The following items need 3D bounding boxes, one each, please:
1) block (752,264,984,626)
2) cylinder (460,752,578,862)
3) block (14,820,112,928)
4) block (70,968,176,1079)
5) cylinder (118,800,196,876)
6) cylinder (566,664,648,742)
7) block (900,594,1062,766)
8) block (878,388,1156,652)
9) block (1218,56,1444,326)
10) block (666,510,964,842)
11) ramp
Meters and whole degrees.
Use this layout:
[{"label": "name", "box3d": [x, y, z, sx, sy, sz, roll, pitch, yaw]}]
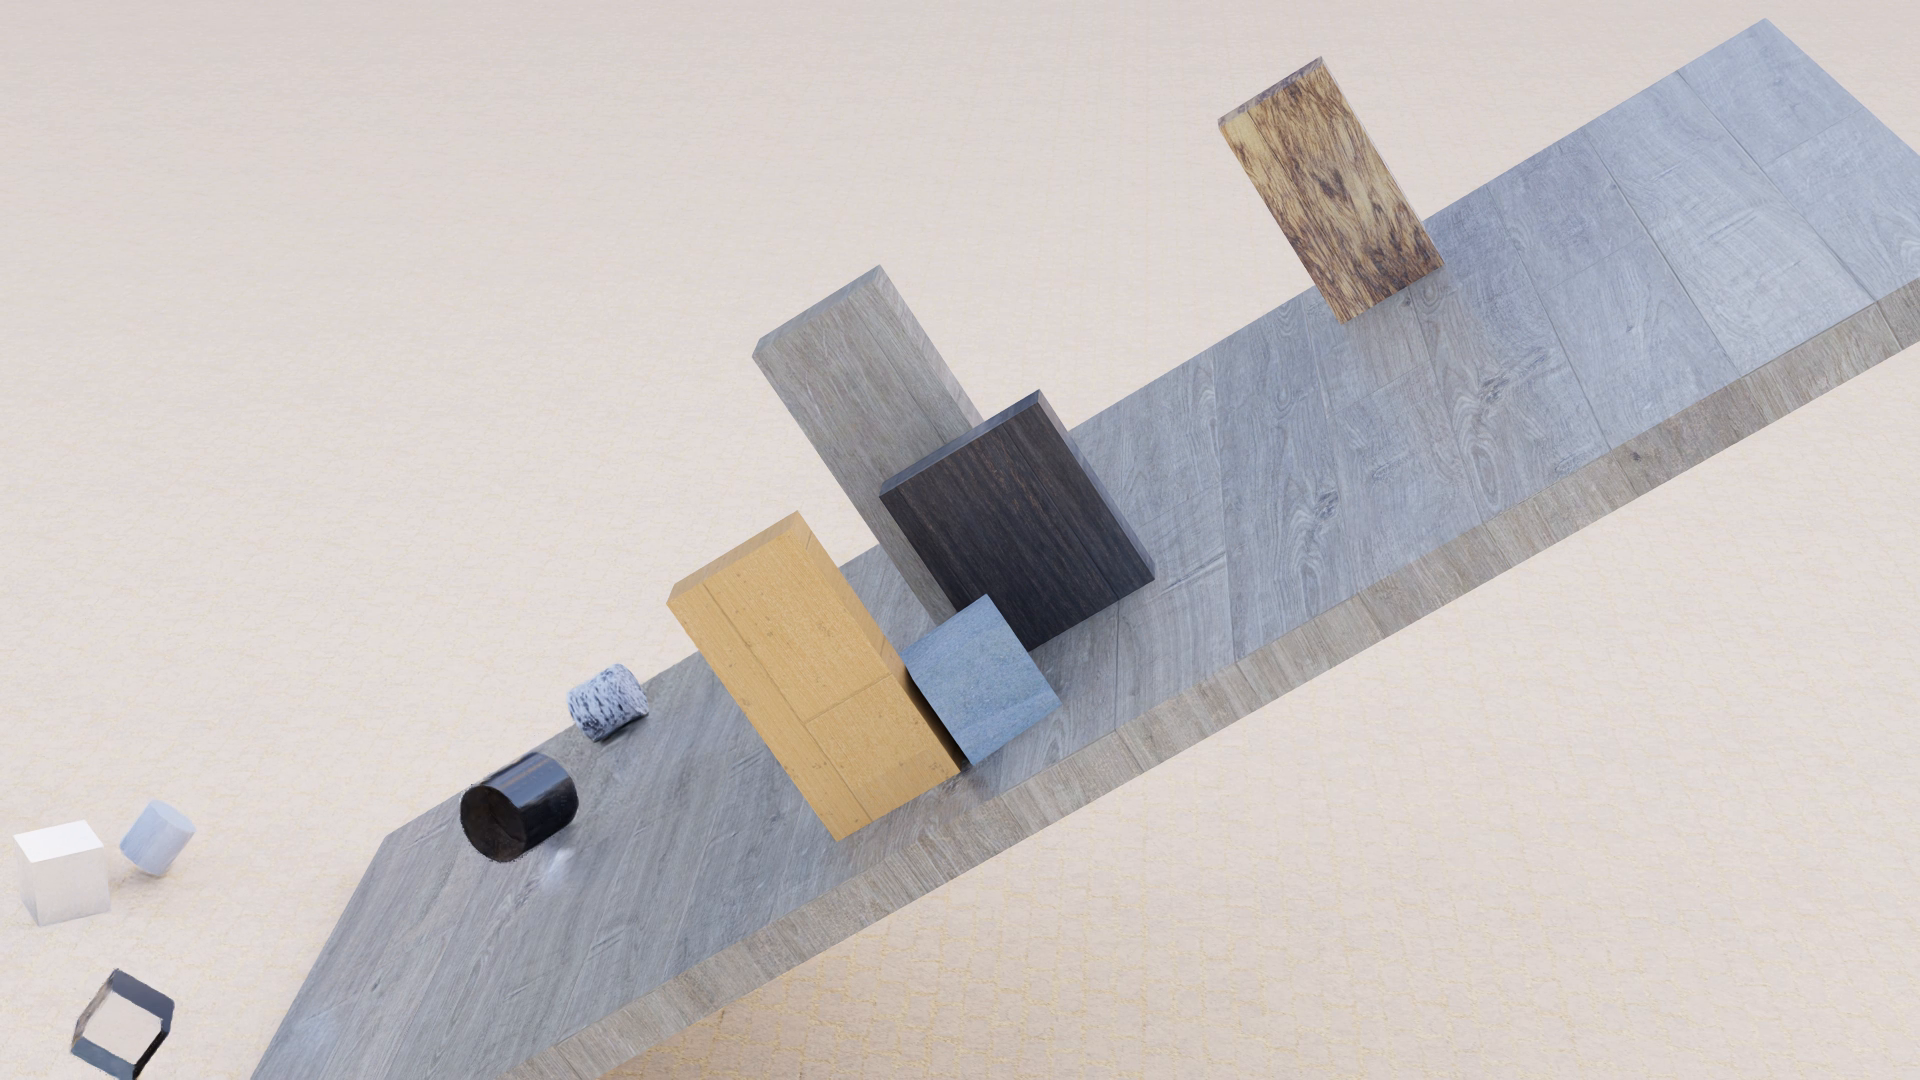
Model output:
[{"label": "block", "box3d": [-0.105, -0.191, 6.308, 0.311, 0.736, 0.136, -30, 15, 14]}, {"label": "cylinder", "box3d": [-1.005, 0.609, 6.707, 0.190, 0.190, 0.190, 12, 25, 29]}, {"label": "block", "box3d": [-2.280, 0.846, 7.470, 0.182, 0.182, 0.182, -12, 23, -29]}, {"label": "block", "box3d": [-1.905, 1.107, 6.694, 0.158, 0.158, 0.158, 35, 10, -19]}, {"label": "cylinder", "box3d": [-2.086, 0.774, 7.645, 0.139, 0.139, 0.139, 37, 2, -1]}, {"label": "cylinder", "box3d": [-0.866, 0.400, 7.230, 0.143, 0.143, 0.143, -31, 16, 13]}, {"label": "block", "box3d": [0.038, 0.265, 5.622, 0.205, 0.205, 0.205, -34, 15, 0]}, {"label": "block", "box3d": [0.117, -0.019, 5.889, 0.374, 0.436, 0.089, -30, 15, 14]}, {"label": "block", "box3d": [0.828, -0.778, 6.566, 0.268, 0.529, 0.103, -30, 15, 14]}, {"label": "block", "box3d": [-0.270, 0.261, 5.567, 0.283, 0.574, 0.103, -30, 15, 14]}, {"label": "ramp", "box3d": [0.140, 0.170, 6.294, 4.000, 0.100, 2.000, -30, 15, 14]}]
